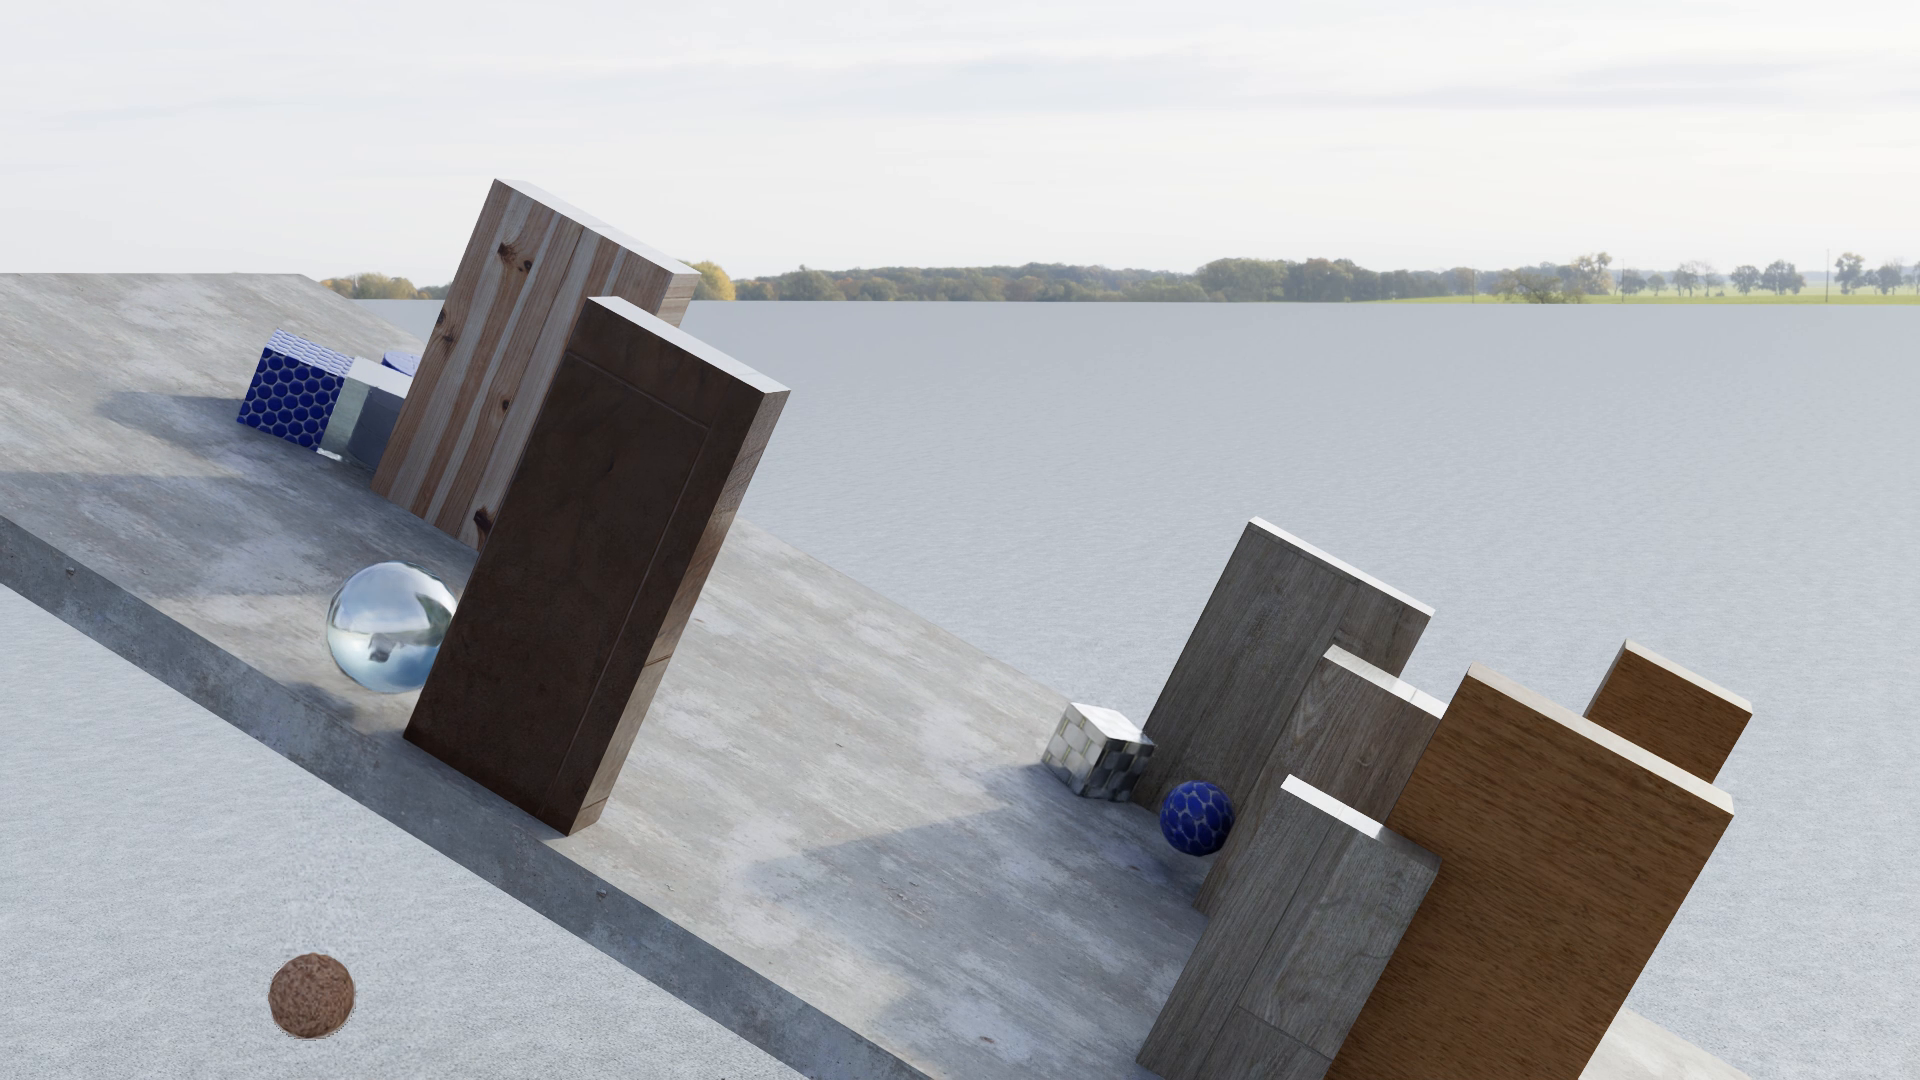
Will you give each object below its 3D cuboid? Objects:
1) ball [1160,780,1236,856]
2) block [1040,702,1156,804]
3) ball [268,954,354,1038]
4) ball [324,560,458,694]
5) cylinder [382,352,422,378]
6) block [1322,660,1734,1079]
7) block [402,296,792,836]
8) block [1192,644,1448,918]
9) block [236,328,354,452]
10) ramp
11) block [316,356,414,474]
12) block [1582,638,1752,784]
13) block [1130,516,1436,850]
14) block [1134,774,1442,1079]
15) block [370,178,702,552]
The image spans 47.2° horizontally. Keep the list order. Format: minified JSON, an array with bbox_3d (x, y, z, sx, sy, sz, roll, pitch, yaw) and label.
[{"bbox_3d":[0.461,0.539,4.262,0.146,0.146,0.146,0,7,0],"label":"ball"},{"bbox_3d":[0.285,0.440,4.536,0.142,0.142,0.142,14,18,-40],"label":"block"},{"bbox_3d":[-0.911,0.641,3.092,0.117,0.117,0.117,0,7,0],"label":"ball"},{"bbox_3d":[-0.868,0.134,3.374,0.205,0.205,0.205,0,7,0],"label":"ball"},{"bbox_3d":[-1.153,-0.281,4.601,0.170,0.170,0.170,24,14,-6],"label":"cylinder"},{"bbox_3d":[0.806,0.632,3.415,0.431,0.769,0.132,29,14,12],"label":"block"},{"bbox_3d":[-0.546,0.041,3.269,0.305,0.741,0.101,29,14,12],"label":"block"},{"bbox_3d":[0.761,0.548,4.117,0.440,0.547,0.137,29,14,12],"label":"block"},{"bbox_3d":[-1.323,-0.300,4.388,0.162,0.162,0.162,22,14,-15],"label":"block"},{"bbox_3d":[-0.250,0.422,4.162,4.000,0.100,2.000,29,14,12],"label":"ramp"},{"bbox_3d":[-1.173,-0.244,4.429,0.169,0.169,0.169,22,14,-15],"label":"block"},{"bbox_3d":[1.351,0.595,4.621,0.279,0.722,0.135,29,14,12],"label":"block"},{"bbox_3d":[0.638,0.331,4.513,0.408,0.638,0.090,29,14,12],"label":"block"},{"bbox_3d":[0.502,0.647,3.380,0.261,0.502,0.089,29,14,12],"label":"block"},{"bbox_3d":[-0.821,-0.303,4.229,0.407,0.662,0.125,29,14,12],"label":"block"}]
